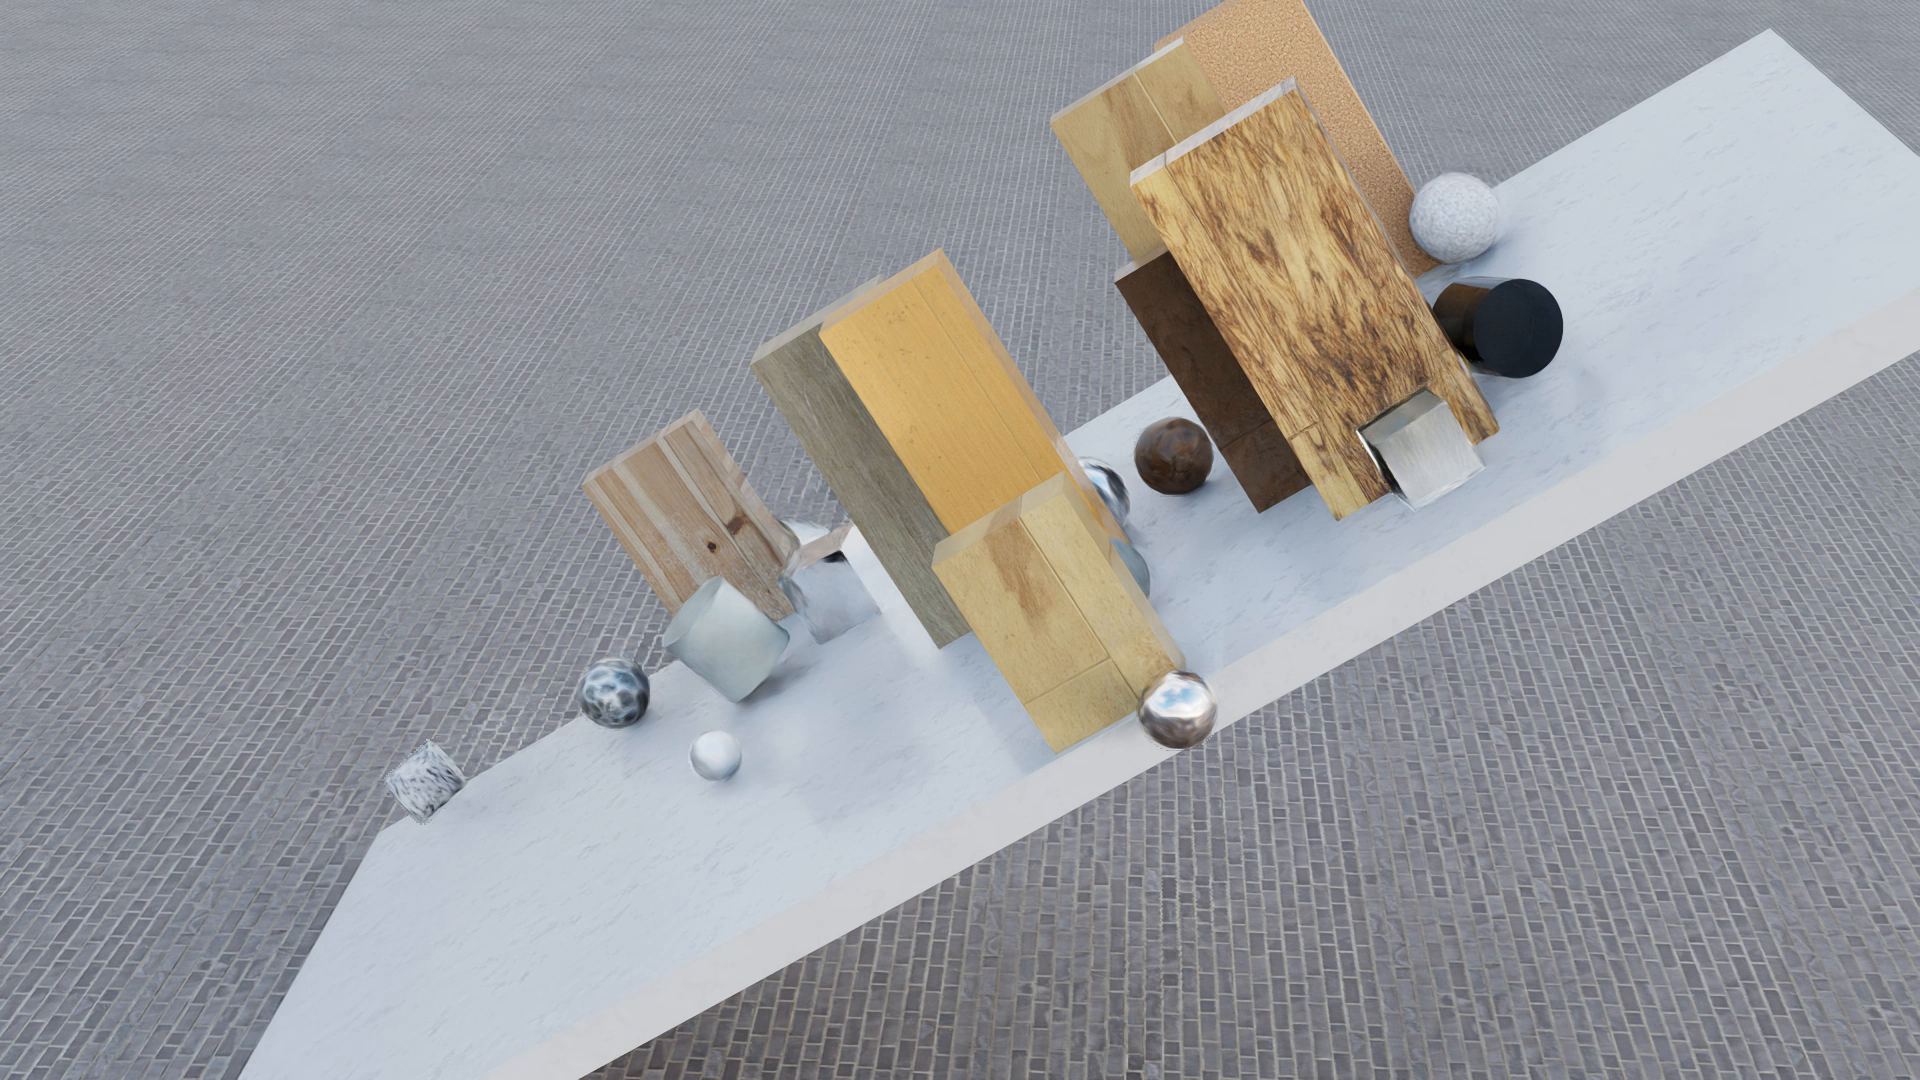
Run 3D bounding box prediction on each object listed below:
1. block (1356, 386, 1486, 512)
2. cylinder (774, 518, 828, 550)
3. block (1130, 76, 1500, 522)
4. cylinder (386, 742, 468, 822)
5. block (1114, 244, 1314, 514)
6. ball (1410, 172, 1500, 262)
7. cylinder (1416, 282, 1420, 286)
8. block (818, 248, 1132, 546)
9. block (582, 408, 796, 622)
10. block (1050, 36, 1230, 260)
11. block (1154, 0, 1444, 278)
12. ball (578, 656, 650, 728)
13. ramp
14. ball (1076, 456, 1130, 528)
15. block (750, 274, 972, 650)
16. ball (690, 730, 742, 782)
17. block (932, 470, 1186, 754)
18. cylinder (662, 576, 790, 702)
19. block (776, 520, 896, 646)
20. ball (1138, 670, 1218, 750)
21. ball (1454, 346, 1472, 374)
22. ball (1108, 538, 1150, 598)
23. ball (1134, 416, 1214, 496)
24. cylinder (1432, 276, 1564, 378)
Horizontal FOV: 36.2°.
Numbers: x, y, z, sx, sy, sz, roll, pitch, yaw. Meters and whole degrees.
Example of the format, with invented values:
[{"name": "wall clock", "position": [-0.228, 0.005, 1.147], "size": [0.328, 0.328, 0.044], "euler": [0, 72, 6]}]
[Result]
[{"name": "block", "position": [0.844, -0.167, 5.398], "size": [0.150, 0.150, 0.150], "euler": [-33, 15, 2]}, {"name": "cylinder", "position": [-0.446, 0.047, 7.548], "size": [0.202, 0.202, 0.202], "euler": [10, 2, 25]}, {"name": "block", "position": [0.661, -0.444, 5.471], "size": [0.348, 0.754, 0.121], "euler": [-30, 15, 13]}, {"name": "cylinder", "position": [-1.326, 0.601, 7.316], "size": [0.143, 0.143, 0.143], "euler": [-42, 27, -2]}, {"name": "block", "position": [0.617, -0.386, 5.772], "size": [0.397, 0.554, 0.084], "euler": [-30, 15, 13]}, {"name": "ball", "position": [1.096, -0.714, 6.510], "size": [0.197, 0.197, 0.197], "euler": [0, 20, 0]}, {"name": "cylinder", "position": [0.915, -0.530, 6.393], "size": [0.153, 0.153, 0.153], "euler": [-1, 15, -3]}, {"name": "block", "position": [0.044, -0.186, 5.926], "size": [0.275, 0.763, 0.136], "euler": [-30, 15, 13]}, {"name": "block", "position": [-0.634, -0.008, 7.212], "size": [0.328, 0.541, 0.101], "euler": [-30, 15, 13]}, {"name": "block", "position": [0.540, -0.653, 6.318], "size": [0.328, 0.789, 0.085], "euler": [-30, 15, 13]}, {"name": "block", "position": [0.772, -0.876, 6.626], "size": [0.332, 0.745, 0.124], "euler": [-30, 15, 13]}, {"name": "ball", "position": [-0.841, 0.371, 7.158], "size": [0.176, 0.176, 0.176], "euler": [0, 20, 0]}, {"name": "ramp", "position": [0.141, 0.169, 6.291], "size": [4.000, 0.100, 2.000], "euler": [-30, 15, 13]}, {"name": "ball", "position": [0.265, -0.080, 6.249], "size": [0.192, 0.192, 0.192], "euler": [0, 20, 0]}, {"name": "block", "position": [-0.106, -0.162, 6.214], "size": [0.311, 0.736, 0.136], "euler": [-30, 15, 13]}, {"name": "ball", "position": [-0.525, 0.464, 6.332], "size": [0.112, 0.112, 0.112], "euler": [0, 20, 0]}, {"name": "block", "position": [0.180, 0.132, 5.303], "size": [0.274, 0.422, 0.123], "euler": [-30, 15, 13]}, {"name": "cylinder", "position": [-0.537, 0.227, 6.740], "size": [0.207, 0.207, 0.207], "euler": [41, 12, -16]}, {"name": "block", "position": [-0.284, 0.097, 6.854], "size": [0.182, 0.182, 0.182], "euler": [-27, 16, 21]}, {"name": "ball", "position": [0.384, 0.298, 5.173], "size": [0.140, 0.140, 0.140], "euler": [0, 20, 0]}, {"name": "ball", "position": [0.902, -0.306, 5.657], "size": [0.164, 0.164, 0.164], "euler": [0, 20, 0]}, {"name": "ball", "position": [0.284, 0.082, 5.730], "size": [0.175, 0.175, 0.175], "euler": [0, 20, 0]}, {"name": "ball", "position": [0.452, -0.177, 6.216], "size": [0.167, 0.167, 0.167], "euler": [0, 20, 0]}, {"name": "cylinder", "position": [1.038, -0.414, 5.697], "size": [0.190, 0.190, 0.190], "euler": [-6, 8, -16]}]
